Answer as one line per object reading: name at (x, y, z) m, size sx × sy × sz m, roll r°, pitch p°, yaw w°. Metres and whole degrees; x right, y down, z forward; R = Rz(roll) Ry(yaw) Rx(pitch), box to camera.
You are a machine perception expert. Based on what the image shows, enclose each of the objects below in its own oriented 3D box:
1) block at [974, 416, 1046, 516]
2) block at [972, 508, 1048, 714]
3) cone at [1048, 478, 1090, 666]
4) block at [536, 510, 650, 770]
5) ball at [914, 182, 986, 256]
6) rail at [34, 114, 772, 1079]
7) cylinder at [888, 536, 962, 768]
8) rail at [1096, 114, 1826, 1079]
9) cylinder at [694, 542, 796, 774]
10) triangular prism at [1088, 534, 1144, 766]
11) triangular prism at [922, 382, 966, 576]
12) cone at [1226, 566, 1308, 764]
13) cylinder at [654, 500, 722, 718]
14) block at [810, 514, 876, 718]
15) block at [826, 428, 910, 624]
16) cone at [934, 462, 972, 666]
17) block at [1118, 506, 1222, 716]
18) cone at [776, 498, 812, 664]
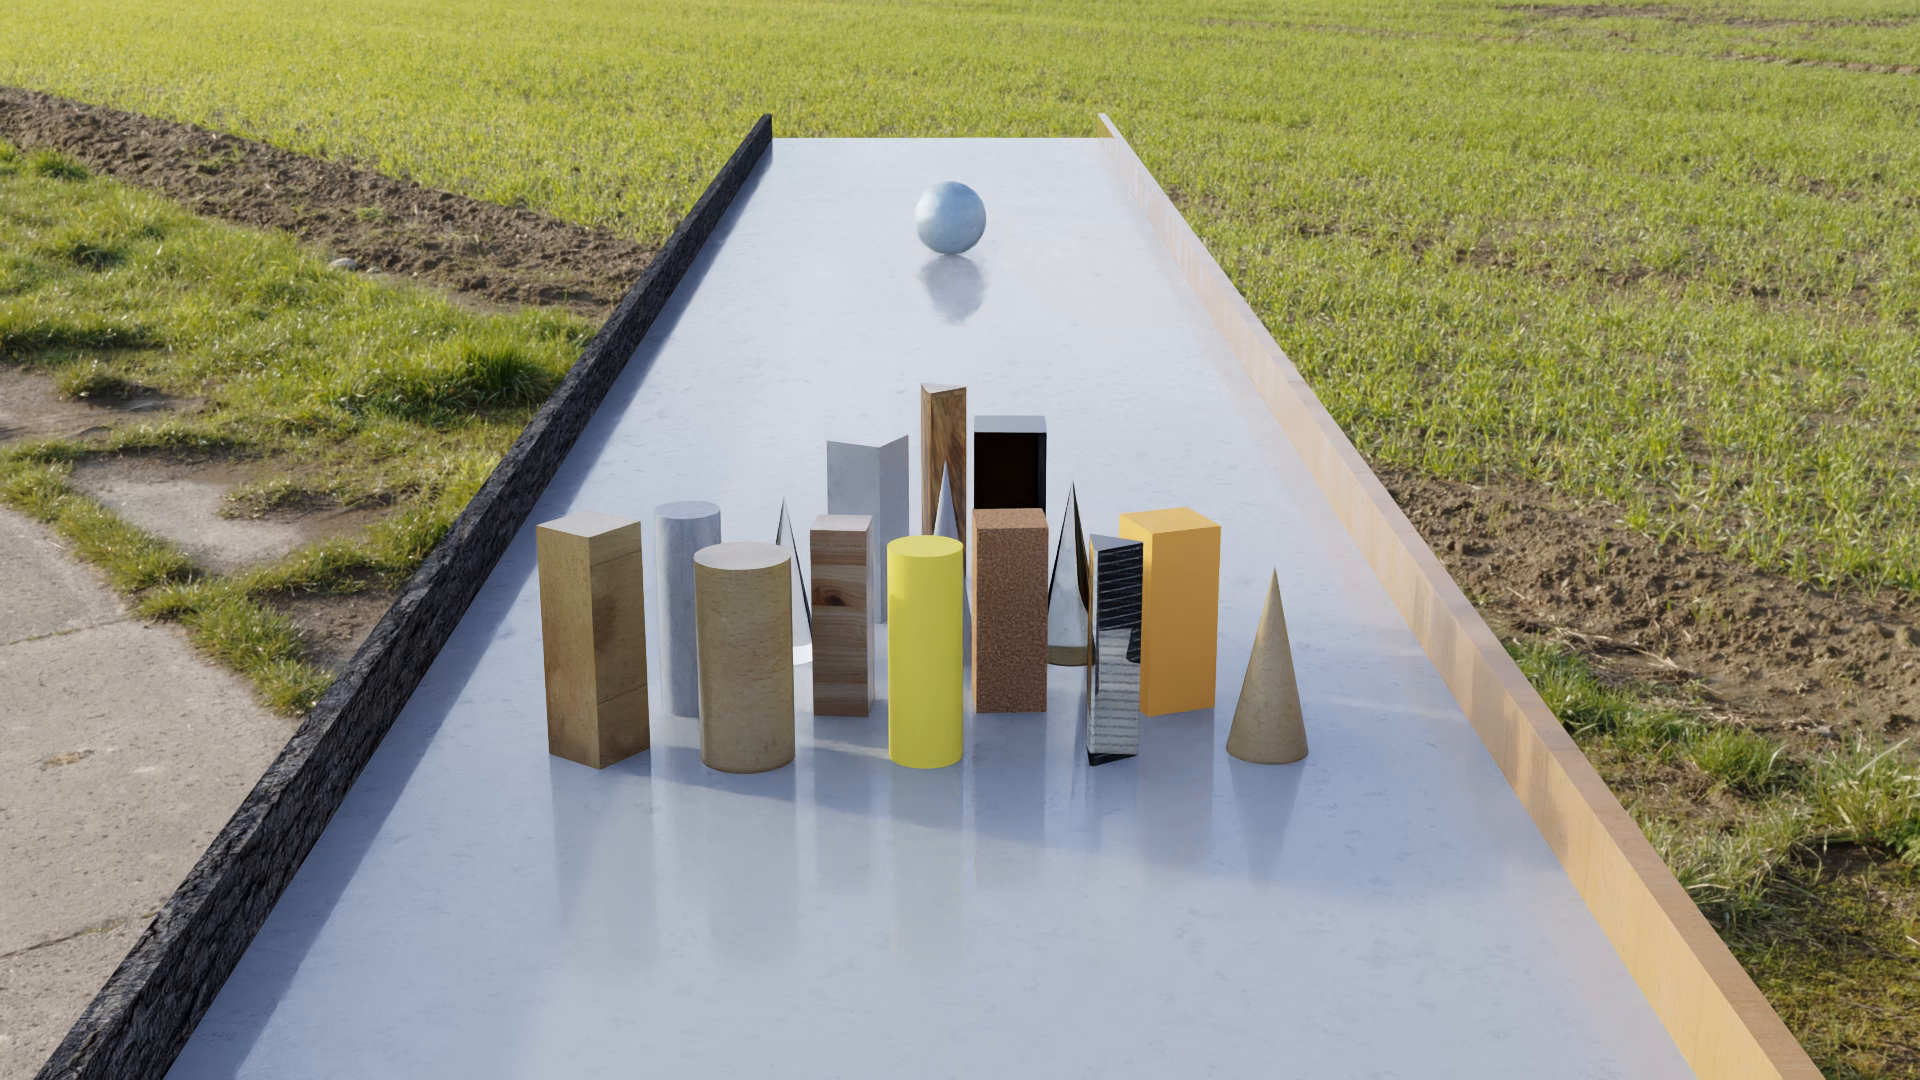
block at (0.103, -0.037, 4.604) m, size 0.148 × 0.425 × 0.148 m, roll 0°, pitch 17°, yaw 1°
block at (0.093, 0.133, 4.147) m, size 0.132 × 0.361 × 0.132 m, roll -1°, pitch 17°, yaw -3°
cone at (0.222, 0.054, 4.393) m, size 0.140 × 0.371 × 0.140 m, roll 0°, pitch 17°, yaw 0°
block at (-0.647, 0.175, 3.891) m, size 0.127 × 0.426 × 0.127 m, roll 12°, pitch 20°, yaw 34°
ball at (-0.042, -1.350, 9.230) m, size 0.306 × 0.306 × 0.306 m, roll 0°, pitch 17°, yaw 0°
rail at (-1.118, -0.838, 7.780) m, size 0.050 × 0.150 × 12.000 m, roll 0°, pitch 17°, yaw -1°
cylinder at (-0.061, 0.197, 3.881) m, size 0.133 × 0.390 × 0.133 m, roll 0°, pitch 17°, yaw 0°
rail at (0.932, -0.844, 7.801) m, size 0.050 × 0.150 × 12.000 m, roll 0°, pitch 17°, yaw -1°
cylinder at (-0.379, 0.206, 3.877) m, size 0.169 × 0.374 × 0.169 m, roll 0°, pitch 17°, yaw 0°
triangular prism at (0.253, 0.191, 3.887) m, size 0.102 × 0.398 × 0.088 m, roll -10°, pitch 19°, yaw -30°
triangular prism at (-0.055, -0.128, 4.893) m, size 0.105 × 0.436 × 0.091 m, roll -13°, pitch 21°, yaw -38°
cone at (0.553, 0.210, 3.911) m, size 0.149 × 0.348 × 0.149 m, roll 0°, pitch 17°, yaw 0°
cylinder at (-0.504, 0.129, 4.117) m, size 0.123 × 0.386 × 0.123 m, roll 0°, pitch 17°, yaw 0°
block at (-0.219, 0.142, 4.114) m, size 0.103 × 0.363 × 0.103 m, roll 1°, pitch 17°, yaw 5°
block at (-0.193, -0.031, 4.658) m, size 0.126 × 0.384 × 0.126 m, roll 8°, pitch 18°, yaw 26°
cone at (-0.028, 0.038, 4.370) m, size 0.126 × 0.415 × 0.126 m, roll 0°, pitch 17°, yaw 0°
block at (0.391, 0.134, 4.151) m, size 0.141 × 0.357 × 0.141 m, roll -6°, pitch 18°, yaw -20°
cone at (-0.348, 0.071, 4.400) m, size 0.128 × 0.336 × 0.128 m, roll 0°, pitch 17°, yaw 0°
